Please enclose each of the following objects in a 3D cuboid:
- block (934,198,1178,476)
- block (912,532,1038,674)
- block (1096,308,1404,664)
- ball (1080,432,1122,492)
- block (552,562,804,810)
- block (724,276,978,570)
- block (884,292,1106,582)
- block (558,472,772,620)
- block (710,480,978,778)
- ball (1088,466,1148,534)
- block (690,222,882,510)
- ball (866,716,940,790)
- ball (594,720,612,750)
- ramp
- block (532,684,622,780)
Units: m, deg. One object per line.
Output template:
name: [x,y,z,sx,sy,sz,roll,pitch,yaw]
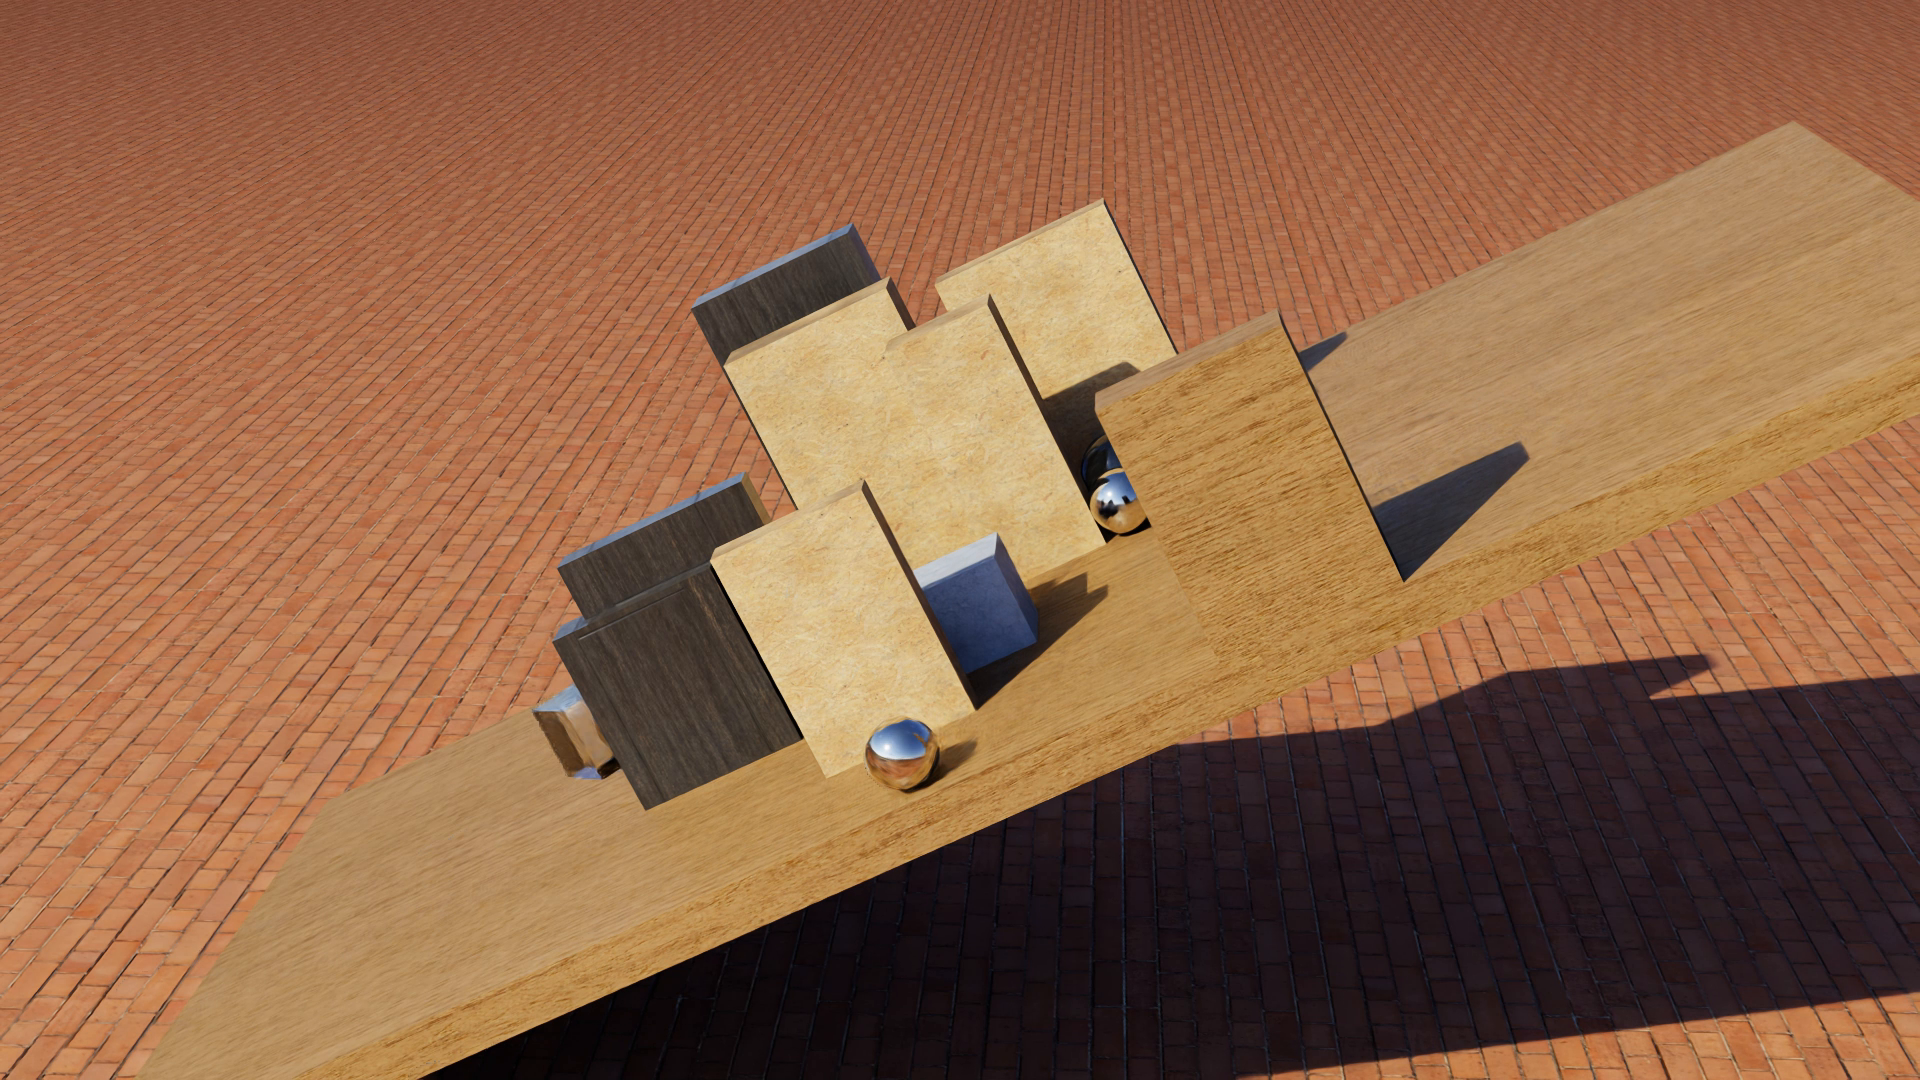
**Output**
block: [0.267,-0.400,6.623,0.417,0.612,0.083,-25,14,10]
block: [0.028,0.134,5.983,0.194,0.194,0.194,-25,14,9]
block: [0.512,-0.093,5.215,0.355,0.515,0.138,-25,14,10]
ball: [0.357,-0.153,6.451,0.184,0.184,0.184,0,16,0]
block: [-0.577,0.294,6.077,0.366,0.409,0.110,-25,14,10]
block: [-0.187,-0.192,6.573,0.400,0.676,0.141,-25,14,10]
block: [0.080,-0.211,6.340,0.244,0.581,0.132,-25,14,10]
block: [-0.514,0.189,6.083,0.427,0.533,0.083,-25,14,10]
block: [-0.221,0.173,5.673,0.324,0.490,0.081,-25,14,10]
ball: [0.348,-0.086,6.303,0.144,0.144,0.144,0,16,0]
block: [-0.265,-0.301,6.917,0.410,0.775,0.132,-25,14,10]
ball: [-0.106,0.391,5.403,0.137,0.137,0.137,0,16,0]
ball: [-0.695,0.378,6.421,0.209,0.209,0.209,0,16,0]
ramp: [0.138,0.168,6.281,4.000,0.100,2.000,-25,14,10]
block: [-0.808,0.412,6.578,0.179,0.179,0.179,-34,15,-28]
